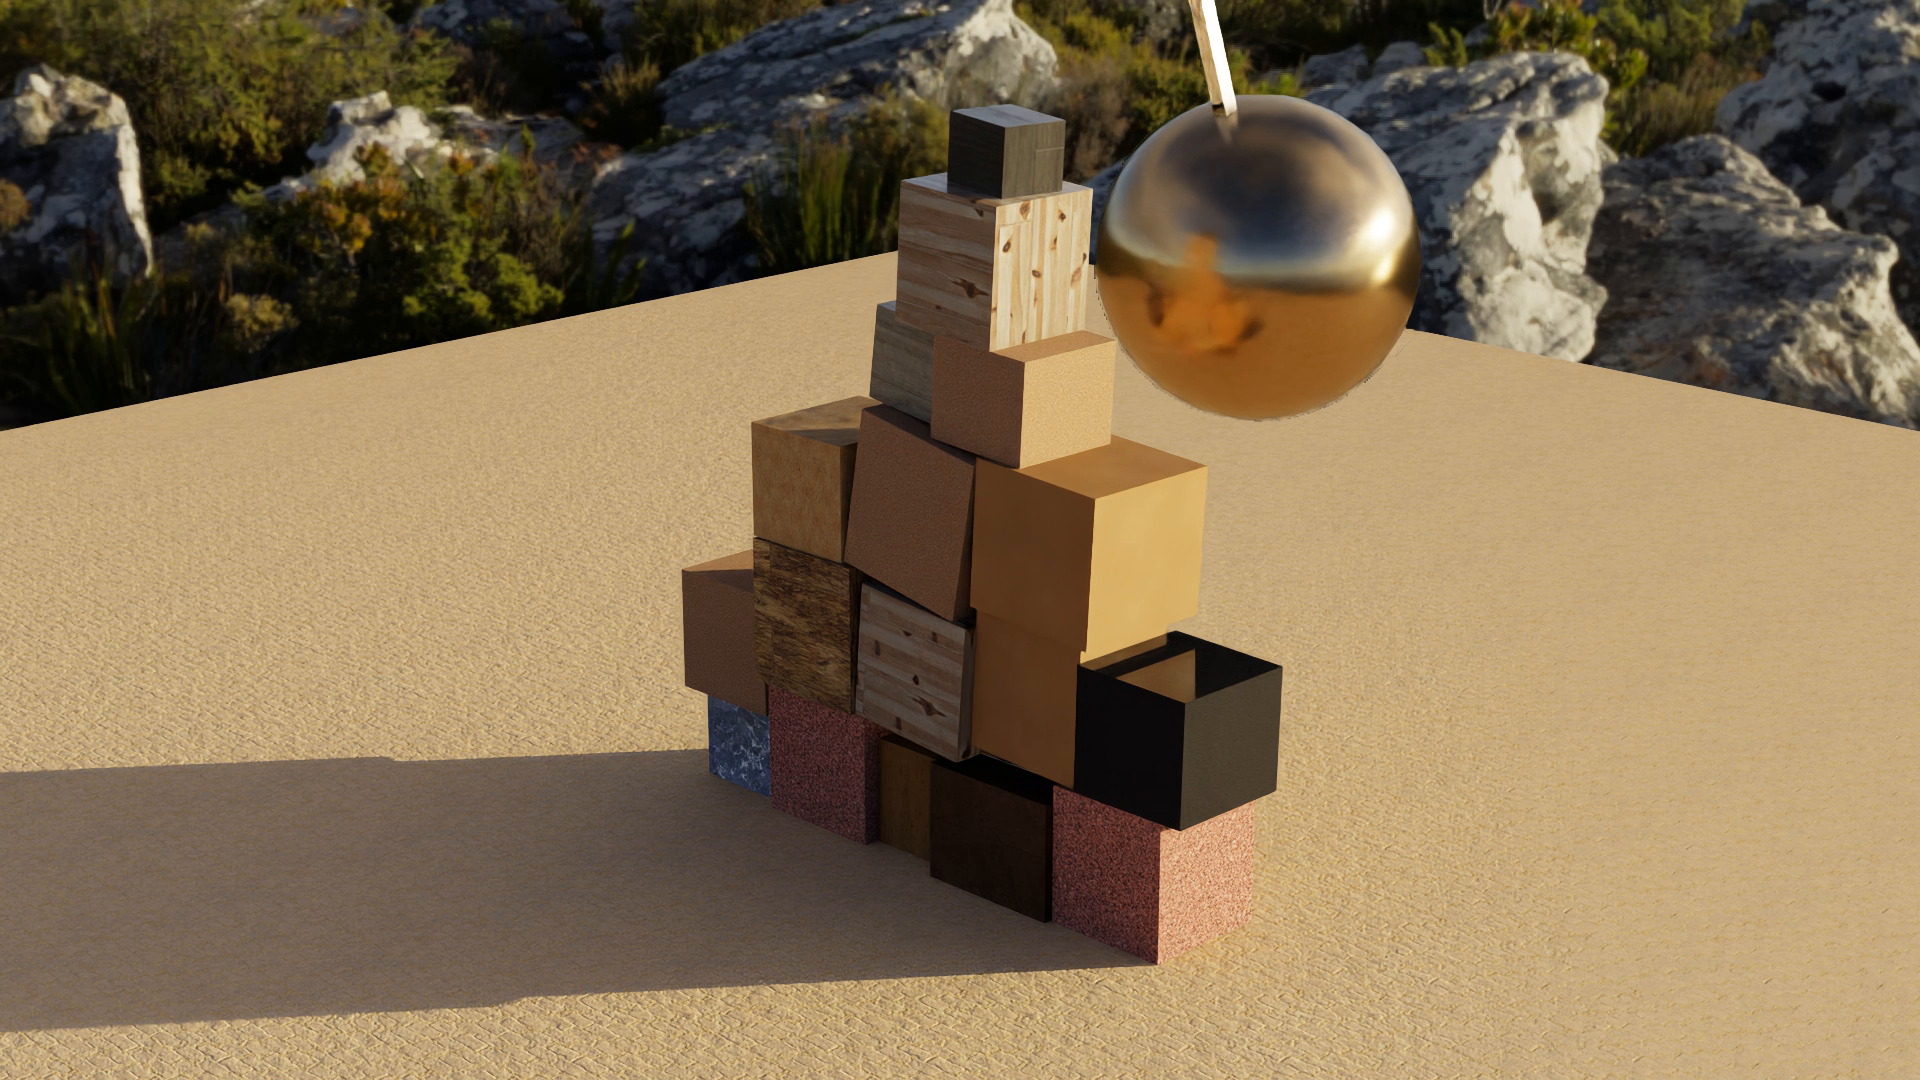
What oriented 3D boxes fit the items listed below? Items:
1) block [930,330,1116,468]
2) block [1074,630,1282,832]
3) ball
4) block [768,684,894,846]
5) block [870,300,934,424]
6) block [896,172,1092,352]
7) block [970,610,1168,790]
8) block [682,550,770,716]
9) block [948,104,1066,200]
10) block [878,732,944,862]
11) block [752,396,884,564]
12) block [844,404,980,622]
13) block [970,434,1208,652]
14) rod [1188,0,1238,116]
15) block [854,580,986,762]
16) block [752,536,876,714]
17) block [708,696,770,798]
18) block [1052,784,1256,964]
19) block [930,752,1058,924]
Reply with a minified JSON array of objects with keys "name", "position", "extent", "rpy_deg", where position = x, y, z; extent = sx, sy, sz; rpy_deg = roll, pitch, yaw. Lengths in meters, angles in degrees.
[{"name":"block","position":[0.276,-0.659,12.823],"extent":[0.574,0.474,0.547],"rpy_deg":[-17,27,-42]},{"name":"block","position":[0.937,0.811,12.620],"extent":[0.635,0.578,0.610],"rpy_deg":[-17,25,-42]},{"name":"ball","position":[1.467,-1.390,14.442],"extent":[1.600,1.600,1.600],"rpy_deg":[0,17,0]},{"name":"block","position":[-0.451,0.980,14.120],"extent":[0.648,0.664,0.668],"rpy_deg":[-17,24,-42]},{"name":"block","position":[-0.067,-0.822,13.178],"extent":[0.458,0.441,0.460],"rpy_deg":[-17,31,-42]},{"name":"block","position":[0.145,-1.240,12.783],"extent":[0.593,0.632,0.584],"rpy_deg":[-16,27,-42]},{"name":"block","position":[0.481,0.624,13.012],"extent":[0.558,0.674,0.627],"rpy_deg":[-17,27,-42]},{"name":"block","position":[-0.930,0.431,14.438],"extent":[0.620,0.609,0.603],"rpy_deg":[-17,24,-42]},{"name":"block","position":[0.198,-1.673,12.604],"extent":[0.331,0.308,0.382],"rpy_deg":[-12,25,-36]},{"name":"block","position":[-0.039,1.165,13.770],"extent":[0.512,0.520,0.447],"rpy_deg":[-17,24,-42]},{"name":"block","position":[-0.515,-0.295,13.775],"extent":[0.608,0.554,0.690],"rpy_deg":[17,24,42]},{"name":"block","position":[0.001,-0.181,13.263],"extent":[0.668,0.756,0.717],"rpy_deg":[-17,34,-42]},{"name":"block","position":[0.558,-0.014,12.782],"extent":[0.717,0.689,0.700],"rpy_deg":[-16,27,-42]},{"name":"rod","position":[0.636,-4.185,12.693],"extent":[0.080,5.200,0.080],"rpy_deg":[17,44,42]},{"name":"block","position":[0.011,0.526,13.470],"extent":[0.685,0.648,0.669],"rpy_deg":[-17,29,-42]},{"name":"block","position":[-0.466,0.317,13.936],"extent":[0.776,0.711,0.665],"rpy_deg":[-17,24,-42]},{"name":"block","position":[-0.873,0.946,14.576],"extent":[0.534,0.456,0.536],"rpy_deg":[-17,24,-42]},{"name":"block","position":[0.848,1.379,12.875],"extent":[0.626,0.649,0.622],"rpy_deg":[-17,24,-42]},{"name":"block","position":[0.371,1.274,13.354],"extent":[0.715,0.562,0.721],"rpy_deg":[-17,24,-42]}]
